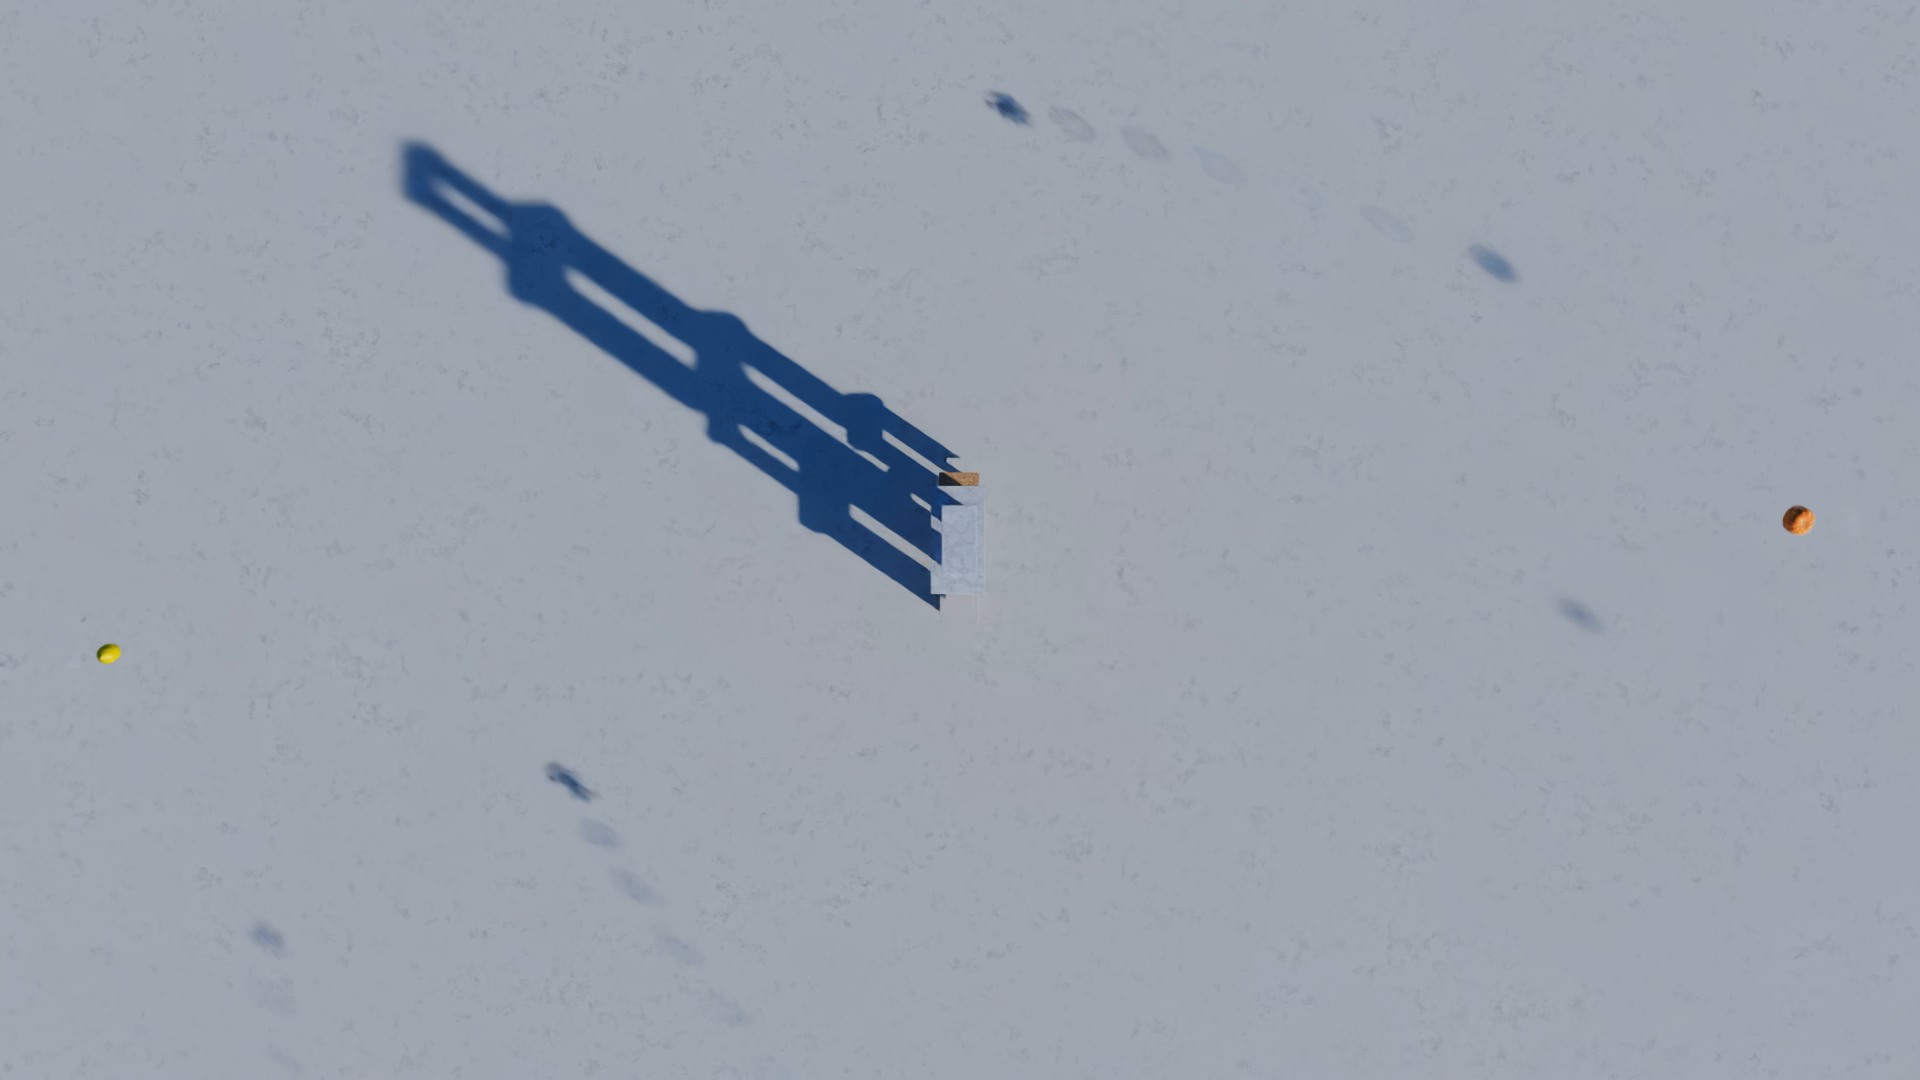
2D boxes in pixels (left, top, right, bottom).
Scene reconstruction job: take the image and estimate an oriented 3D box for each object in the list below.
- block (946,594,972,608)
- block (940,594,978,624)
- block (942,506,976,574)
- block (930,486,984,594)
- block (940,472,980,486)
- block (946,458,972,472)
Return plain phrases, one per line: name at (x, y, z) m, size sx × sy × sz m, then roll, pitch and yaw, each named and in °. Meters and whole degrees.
block at (-0.003, 0.123, 5.052) m, size 0.081 × 0.023 × 0.163 m, roll 0°, pitch 90°, yaw 0°
block at (-0.003, 0.144, 5.244) m, size 0.120 × 0.034 × 0.239 m, roll 0°, pitch 90°, yaw 0°
block at (-0.003, -0.001, 4.481) m, size 0.094 × 0.027 × 0.187 m, roll 0°, pitch 90°, yaw 0°
block at (-0.006, 0.000, 4.703) m, size 0.153 × 0.043 × 0.306 m, roll 0°, pitch 90°, yaw 0°
block at (-0.004, -0.085, 5.048) m, size 0.122 × 0.034 × 0.243 m, roll 1°, pitch 90°, yaw 0°
block at (-0.001, -0.180, 5.320) m, size 0.084 × 0.024 × 0.168 m, roll 0°, pitch 90°, yaw 0°
